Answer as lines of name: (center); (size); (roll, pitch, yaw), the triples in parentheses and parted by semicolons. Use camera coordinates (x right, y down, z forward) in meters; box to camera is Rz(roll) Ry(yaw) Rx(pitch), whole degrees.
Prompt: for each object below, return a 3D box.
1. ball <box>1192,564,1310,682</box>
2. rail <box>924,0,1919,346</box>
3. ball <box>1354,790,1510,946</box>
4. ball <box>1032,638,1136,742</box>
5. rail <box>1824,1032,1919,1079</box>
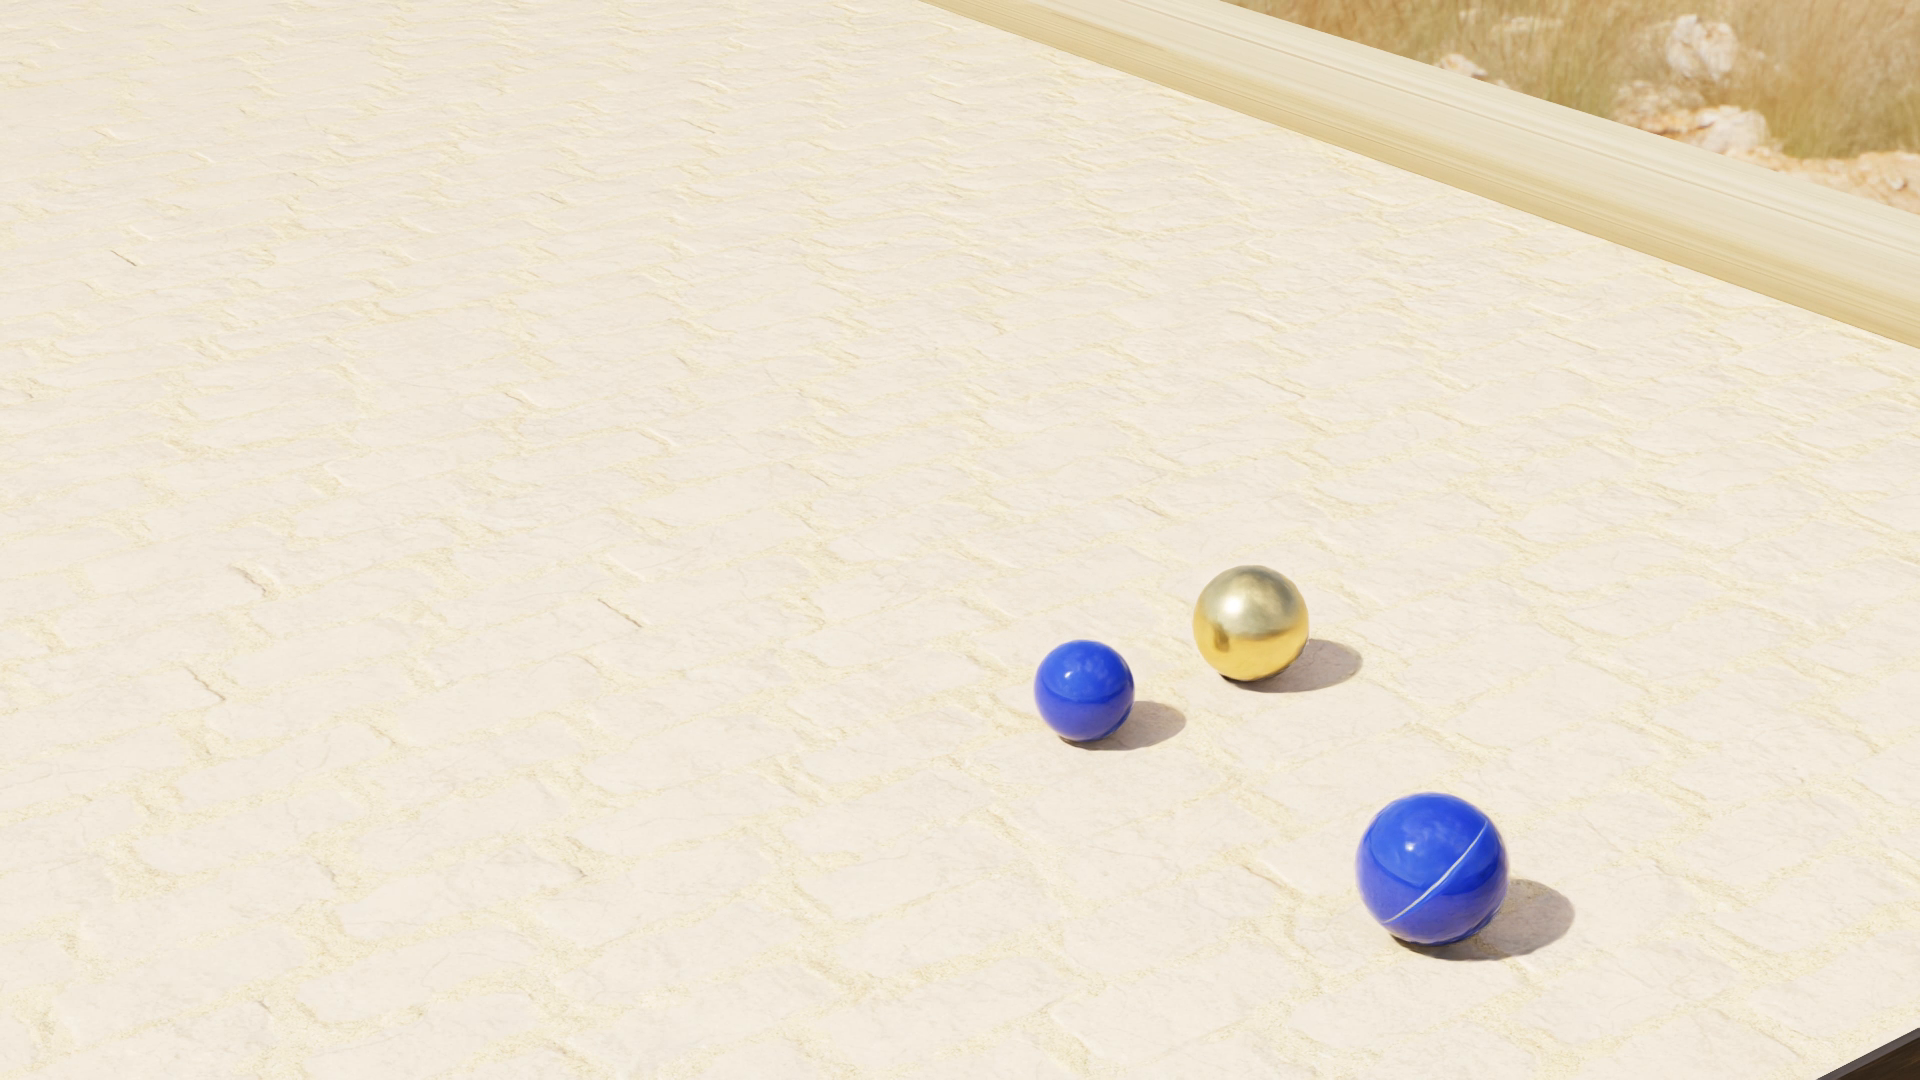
ball: (0.205, 0.059, 2.070); (0.083, 0.083, 0.083); (0, 24, 0)
rail: (0.287, -0.557, 3.391); (0.045, 0.120, 3.626); (-16, 29, -32)
ball: (0.281, 0.196, 1.754); (0.092, 0.092, 0.092); (0, 24, 0)
ball: (0.084, 0.101, 1.991); (0.070, 0.070, 0.070); (0, 24, 0)
rail: (0.511, 0.278, 1.534); (2.039, 0.120, 0.045); (-16, 29, -32)
